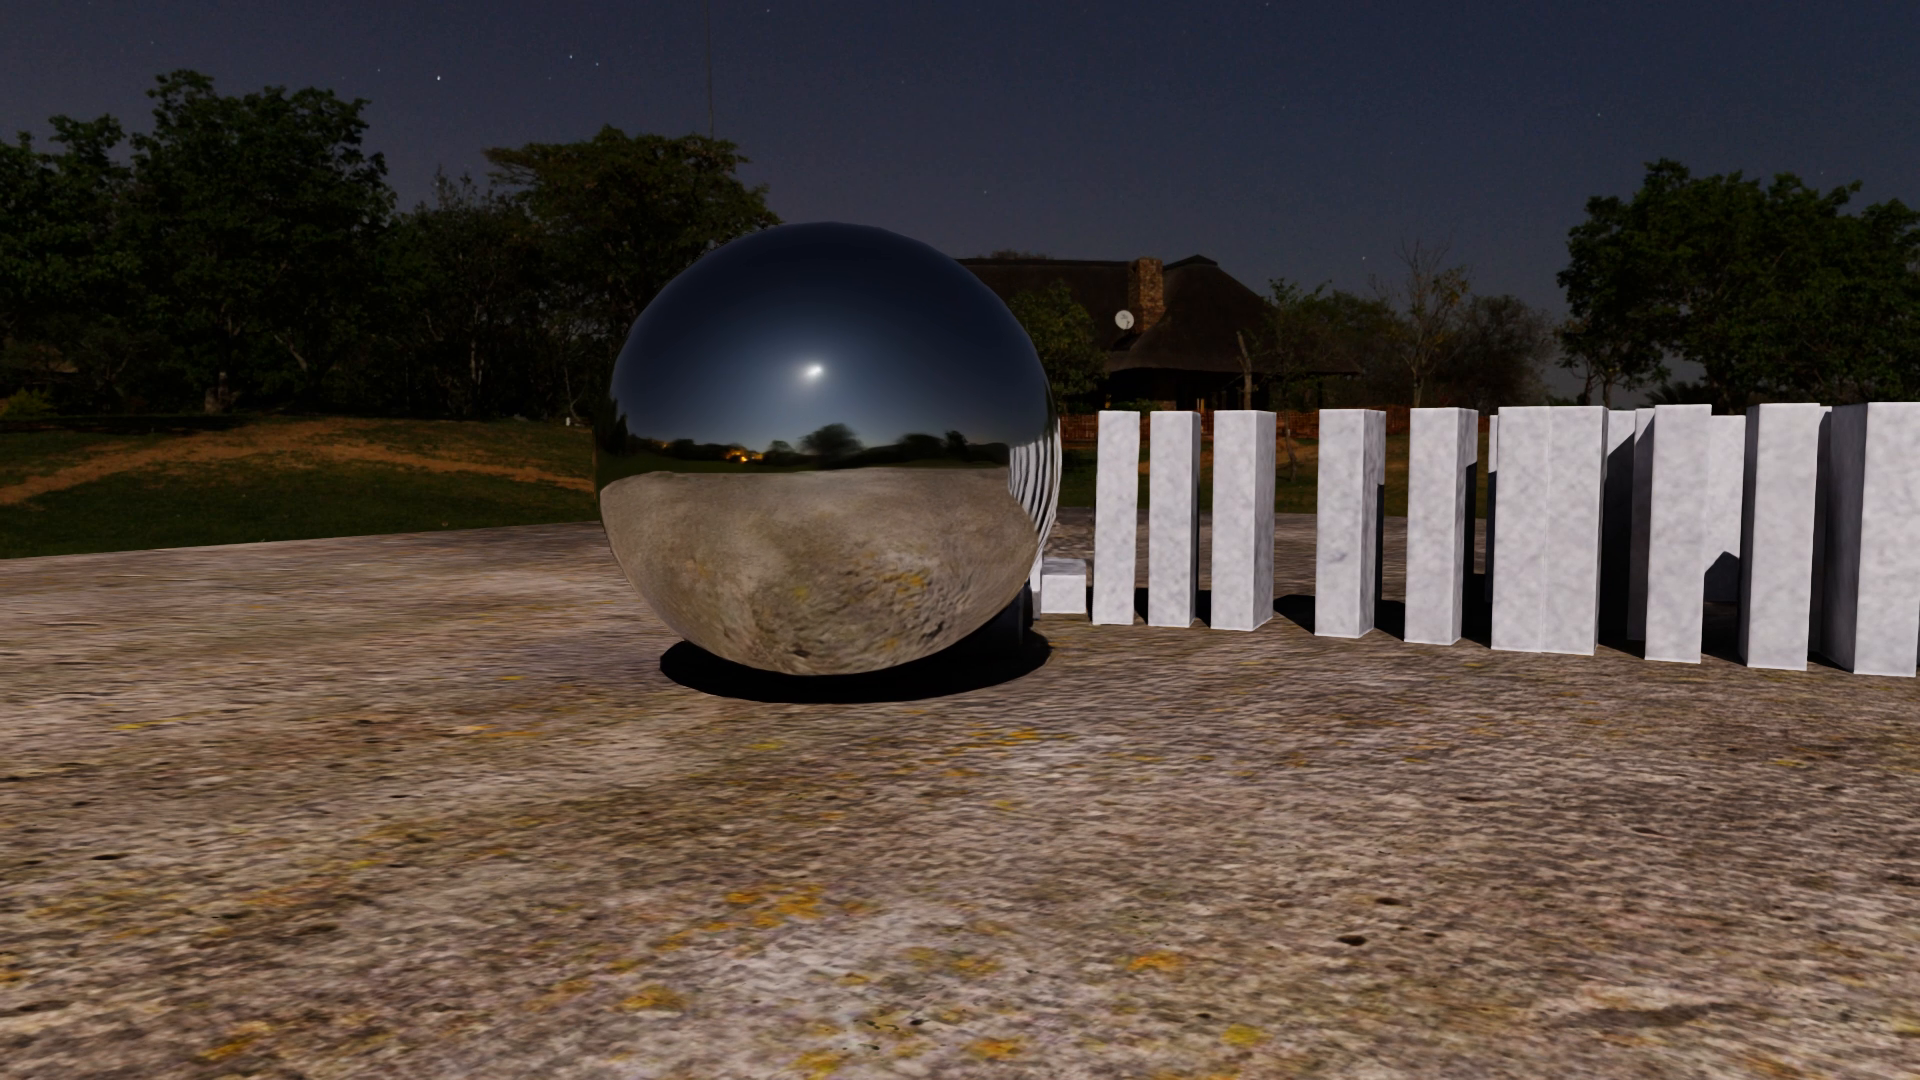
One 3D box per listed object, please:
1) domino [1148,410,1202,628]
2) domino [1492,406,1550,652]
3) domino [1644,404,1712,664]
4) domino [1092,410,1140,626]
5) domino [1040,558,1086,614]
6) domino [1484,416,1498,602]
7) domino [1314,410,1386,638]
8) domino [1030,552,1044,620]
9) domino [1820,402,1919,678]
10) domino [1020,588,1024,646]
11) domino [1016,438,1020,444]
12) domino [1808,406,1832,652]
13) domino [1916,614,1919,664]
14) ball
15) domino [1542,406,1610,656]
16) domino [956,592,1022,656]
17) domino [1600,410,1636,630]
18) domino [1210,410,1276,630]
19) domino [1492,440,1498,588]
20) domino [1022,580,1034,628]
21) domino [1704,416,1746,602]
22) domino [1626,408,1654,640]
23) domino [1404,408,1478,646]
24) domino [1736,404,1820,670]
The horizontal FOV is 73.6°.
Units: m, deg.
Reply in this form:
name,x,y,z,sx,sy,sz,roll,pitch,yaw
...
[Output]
name,x,y,z,sx,sy,sz,roll,pitch,yaw
domino,0.052,-0.006,0.309,0.010,0.050,0.025,1,4,15
domino,0.121,-0.003,0.273,0.009,0.050,0.025,2,5,29
domino,0.146,-0.002,0.260,0.010,0.050,0.025,2,5,29
domino,0.038,-0.006,0.312,0.010,0.050,0.025,2,4,5
domino,0.022,0.012,0.348,0.025,0.009,0.050,0,4,6
domino,0.154,-0.008,0.340,0.025,0.050,0.010,3,5,31
domino,0.089,-0.004,0.293,0.009,0.050,0.025,2,5,29
domino,0.009,0.000,0.327,0.025,0.009,0.050,0,38,5
domino,0.175,-0.001,0.246,0.010,0.050,0.025,2,5,21
domino,0.002,0.000,0.284,0.025,0.050,0.009,0,-40,5
domino,0.003,-0.003,0.311,0.025,0.050,0.010,-3,-40,2
domino,0.179,-0.003,0.273,0.009,0.050,0.025,1,4,13
domino,0.189,-0.001,0.242,0.009,0.050,0.025,1,4,10
ball,-0.022,-0.014,0.223,0.080,0.080,0.080,0,4,0
domino,0.130,-0.003,0.270,0.009,0.050,0.025,2,5,29
domino,0.001,0.001,0.271,0.025,0.050,0.009,0,-40,5
domino,0.148,-0.005,0.298,0.025,0.050,0.009,-1,4,-14
domino,0.067,-0.005,0.303,0.009,0.050,0.025,2,5,24
domino,0.147,-0.006,0.318,0.025,0.050,0.010,1,4,7
domino,0.002,-0.002,0.298,0.025,0.050,0.009,-4,-40,1
domino,0.207,-0.009,0.358,0.009,0.050,0.025,1,4,8
domino,0.157,-0.004,0.284,0.009,0.050,0.025,4,6,40
domino,0.106,-0.004,0.283,0.010,0.050,0.025,3,5,31
domino,0.160,-0.001,0.252,0.010,0.050,0.025,2,5,26
